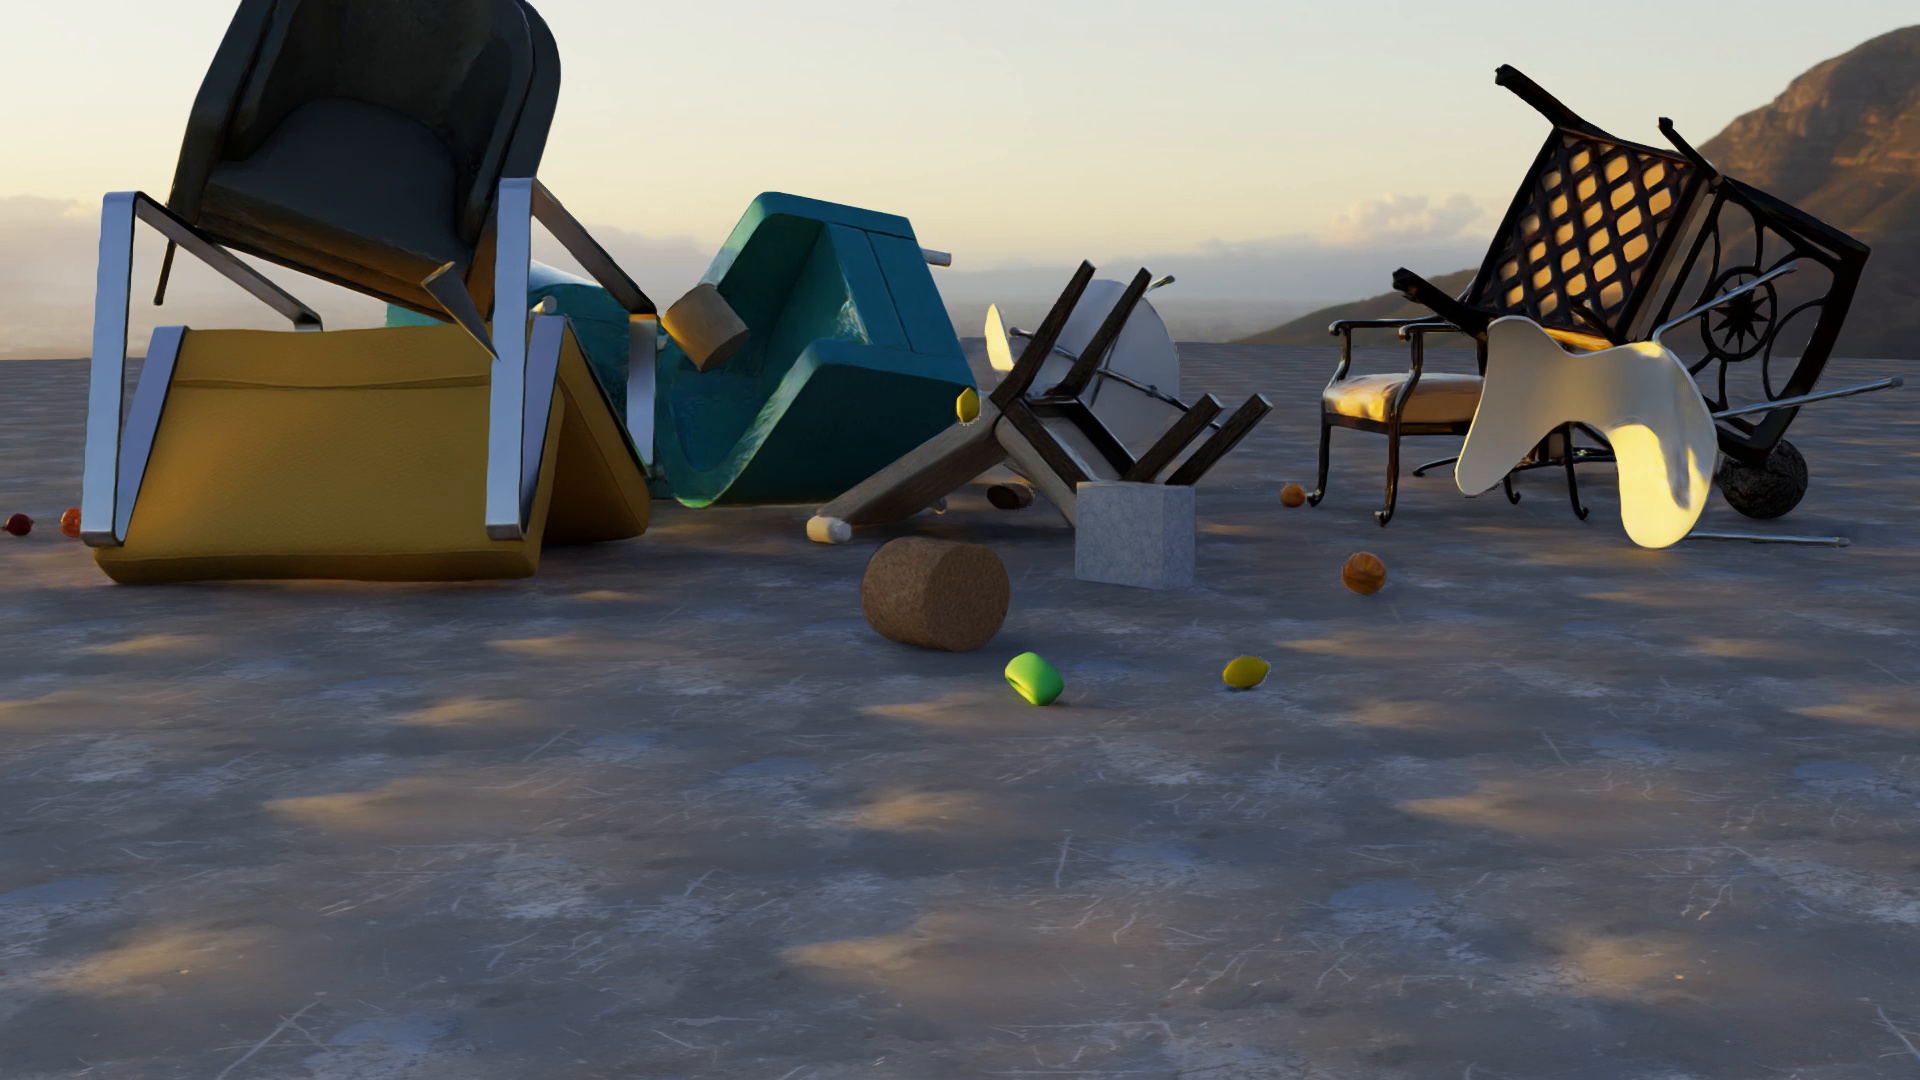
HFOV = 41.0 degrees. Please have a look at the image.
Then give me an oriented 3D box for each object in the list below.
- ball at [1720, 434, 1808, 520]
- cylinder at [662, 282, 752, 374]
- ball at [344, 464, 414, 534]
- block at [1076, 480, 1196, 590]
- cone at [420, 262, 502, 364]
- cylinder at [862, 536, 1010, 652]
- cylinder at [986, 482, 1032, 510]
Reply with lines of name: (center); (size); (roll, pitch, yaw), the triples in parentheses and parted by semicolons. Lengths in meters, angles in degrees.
ball: (2.176, -0.170, 6.946); (0.230, 0.230, 0.230); (0, 6, 0)
cylinder: (-0.632, -0.528, 6.386); (0.162, 0.156, 0.172); (-39, -6, -4)
ball: (-1.488, -0.106, 6.576); (0.177, 0.177, 0.177); (0, 6, 0)
block: (0.375, -0.014, 5.517); (0.102, 0.211, 0.255); (-5, 8, -43)
cone: (-0.955, -0.431, 4.998); (0.078, 0.215, 0.115); (-33, 17, 0)
cylinder: (-0.043, 0.094, 4.570); (0.199, 0.189, 0.177); (-22, 18, -36)
cylinder: (0.141, -0.124, 7.279); (0.100, 0.064, 0.112); (20, 12, 18)
